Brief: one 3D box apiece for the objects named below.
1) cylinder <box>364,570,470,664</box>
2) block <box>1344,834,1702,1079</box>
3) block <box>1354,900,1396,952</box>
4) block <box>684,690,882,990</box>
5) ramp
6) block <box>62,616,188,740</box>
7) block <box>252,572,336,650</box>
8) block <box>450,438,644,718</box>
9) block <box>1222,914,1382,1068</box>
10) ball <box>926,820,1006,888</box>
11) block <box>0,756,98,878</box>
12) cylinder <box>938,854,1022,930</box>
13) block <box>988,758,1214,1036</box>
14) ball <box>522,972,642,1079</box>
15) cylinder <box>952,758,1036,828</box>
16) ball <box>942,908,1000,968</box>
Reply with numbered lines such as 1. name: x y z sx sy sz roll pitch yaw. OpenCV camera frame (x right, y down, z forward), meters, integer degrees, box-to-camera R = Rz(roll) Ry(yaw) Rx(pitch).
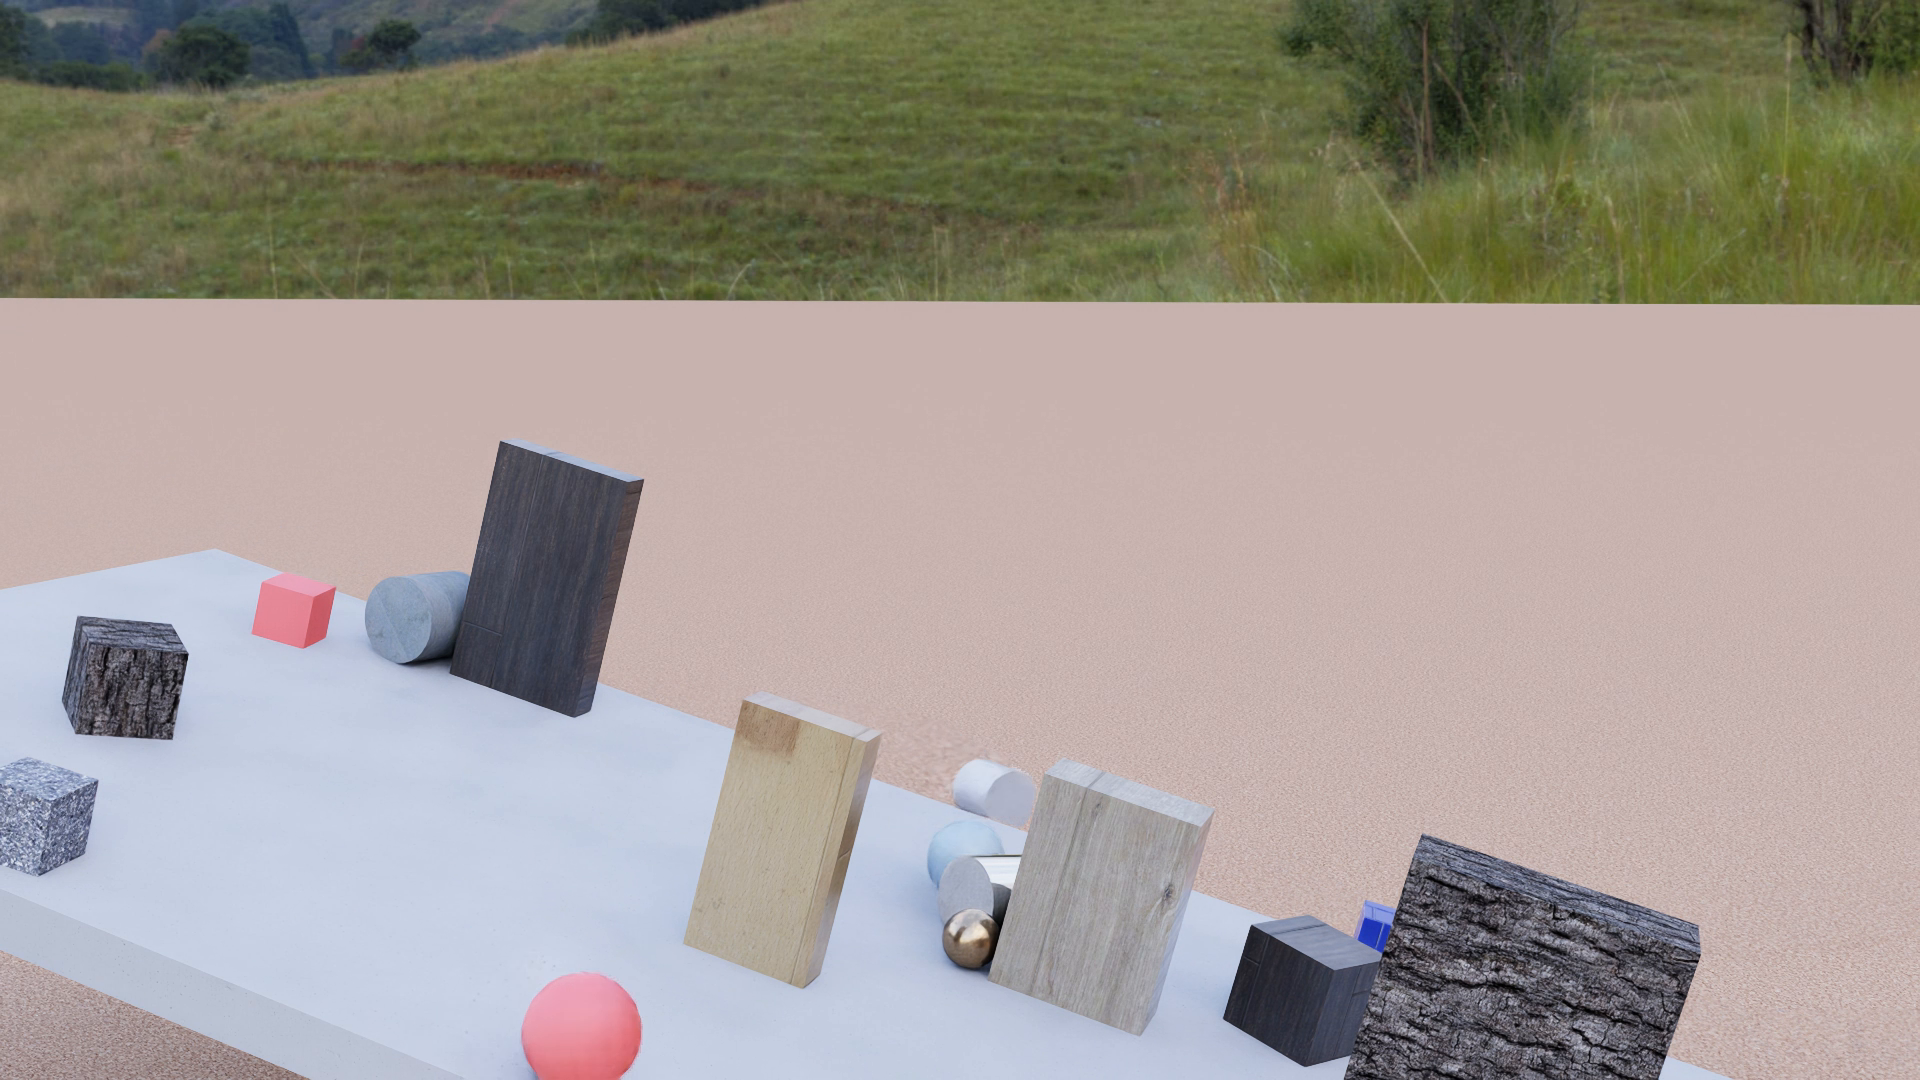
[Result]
1. cylinder: -1.266 0.181 5.227 0.203 0.203 0.203 4 5 28
2. block: 0.781 0.846 3.270 0.415 0.704 0.148 18 11 15
3. block: 0.927 0.881 4.796 0.128 0.128 0.128 16 11 8
4. block: -0.321 0.539 3.963 0.242 0.475 0.086 18 11 15
5. ramp: -0.386 0.768 4.246 4.000 0.100 2.000 18 11 15
6. block: -1.647 0.272 4.336 0.181 0.181 0.181 8 13 -32
7. block: -1.554 0.164 5.133 0.128 0.128 0.128 16 11 5
8. block: -0.964 0.087 5.119 0.334 0.572 0.085 18 11 15
9. block: 0.678 0.877 4.296 0.202 0.202 0.202 24 15 41
10. ball: 0.013 0.666 4.575 0.165 0.165 0.165 0 7 0
11. block: -1.543 0.459 3.659 0.135 0.135 0.135 16 11 8
12. cylinder: 0.078 0.716 4.388 0.175 0.175 0.175 6 2 -39
13. block: 0.268 0.675 4.182 0.309 0.425 0.141 18 11 15
14. ball: -0.576 0.750 3.350 0.181 0.181 0.181 0 7 0
15. cylinder: 0.082 0.616 5.319 0.146 0.146 0.146 -4 10 -32
16. ball: 0.022 0.766 4.226 0.114 0.114 0.114 0 7 0
